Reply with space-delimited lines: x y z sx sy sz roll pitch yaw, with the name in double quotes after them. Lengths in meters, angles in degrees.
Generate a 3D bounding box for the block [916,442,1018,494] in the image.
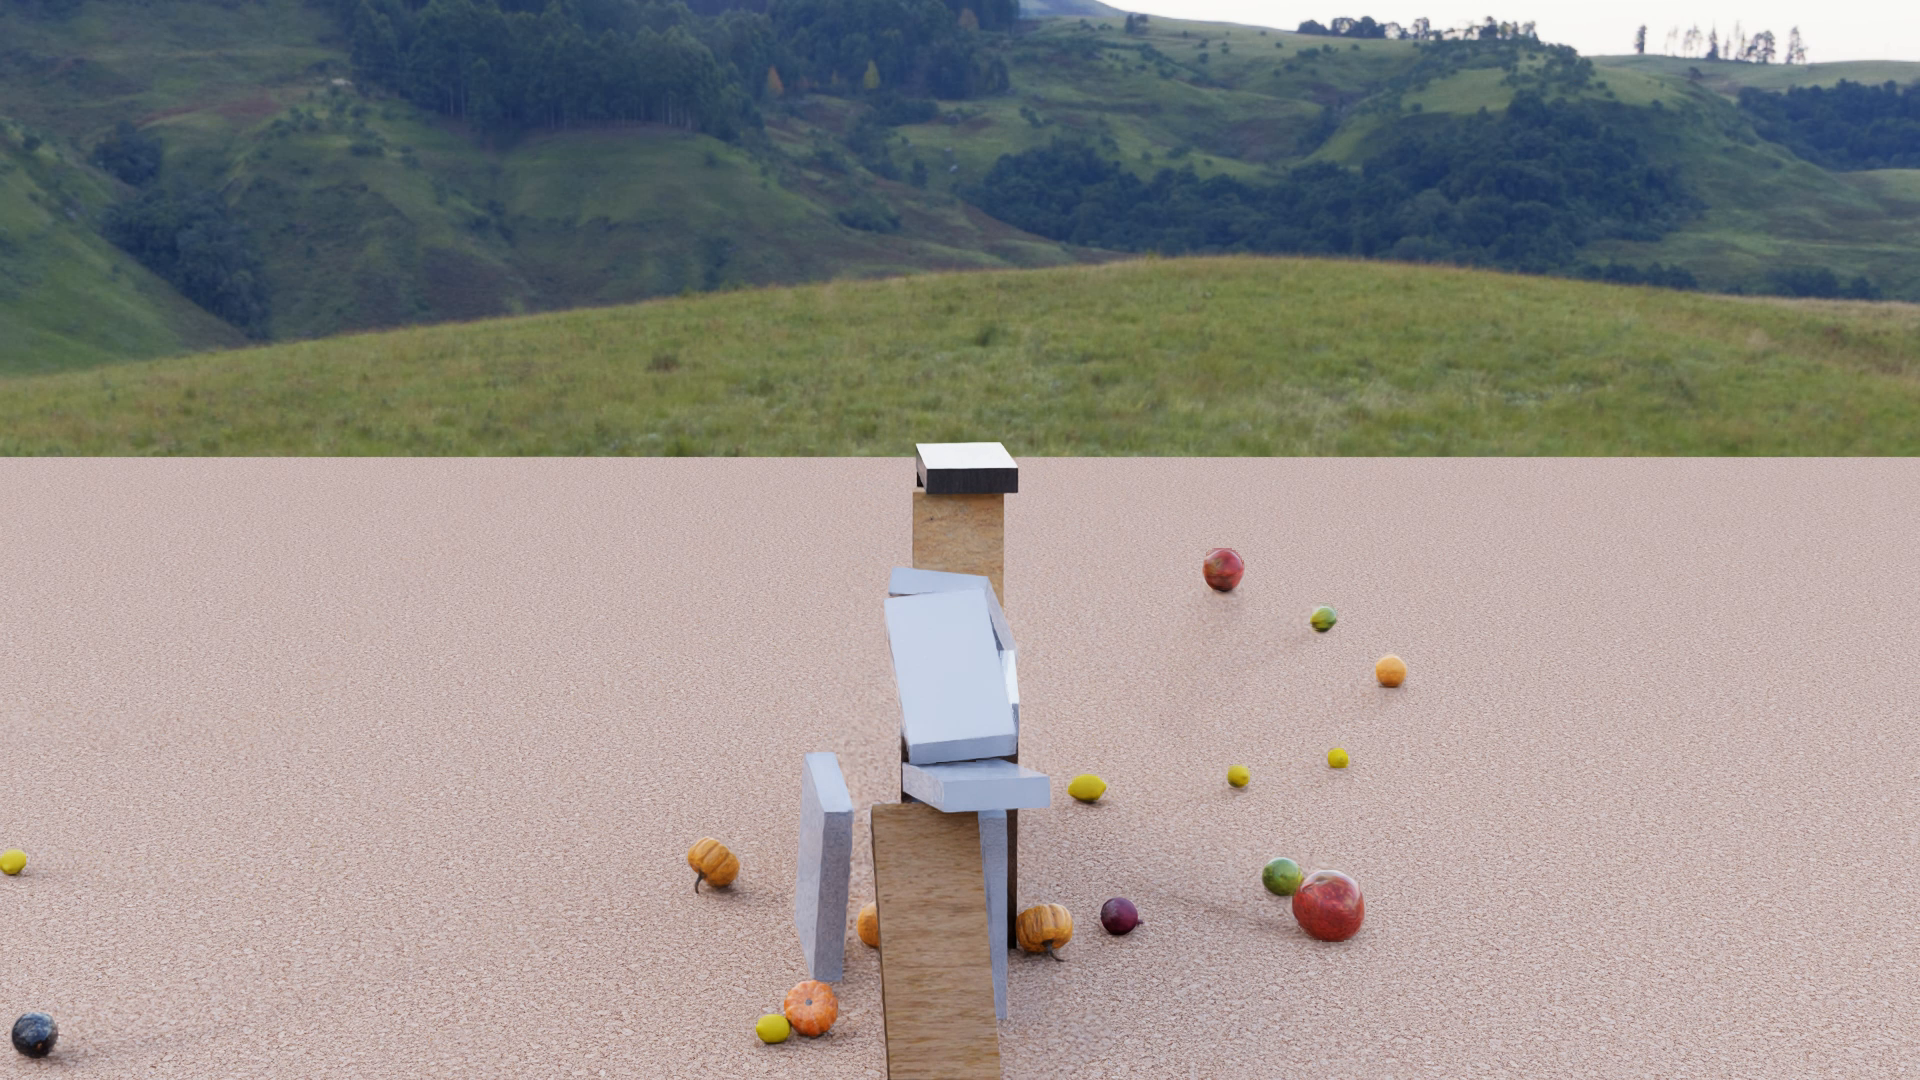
0.009 -0.128 3.879 0.156 0.044 0.311 -1 10 -5 "block"

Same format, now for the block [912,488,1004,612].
-0.003 0.065 3.818 0.156 0.311 0.044 -1 12 -3 "block"

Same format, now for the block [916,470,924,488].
-0.001 0.086 4.040 0.156 0.434 0.044 0 11 1 "block"

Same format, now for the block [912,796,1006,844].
-0.004 0.384 3.216 0.132 0.037 0.265 0 11 -1 "block"

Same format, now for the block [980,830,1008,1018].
0.001 0.551 3.151 0.132 0.265 0.037 0 7 0 "block"

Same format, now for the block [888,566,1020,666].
-0.005 0.137 3.619 0.154 0.044 0.381 6 -20 12 "block"

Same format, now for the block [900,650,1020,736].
0.000 0.238 3.469 0.178 0.050 0.355 0 10 0 "block"

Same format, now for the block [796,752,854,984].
-0.204 0.489 3.282 0.044 0.308 0.154 -2 28 -14 "block"

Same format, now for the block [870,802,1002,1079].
-0.035 0.548 2.971 0.145 0.394 0.041 -1 -27 -7 "block"

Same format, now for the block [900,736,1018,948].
-0.001 0.458 3.401 0.178 0.355 0.050 0 15 0 "block"

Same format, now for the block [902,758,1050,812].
0.019 0.341 3.074 0.145 0.041 0.291 -1 0 -12 "block"

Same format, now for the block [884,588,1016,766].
-0.018 0.199 3.257 0.154 0.044 0.308 -5 42 -6 "block"
